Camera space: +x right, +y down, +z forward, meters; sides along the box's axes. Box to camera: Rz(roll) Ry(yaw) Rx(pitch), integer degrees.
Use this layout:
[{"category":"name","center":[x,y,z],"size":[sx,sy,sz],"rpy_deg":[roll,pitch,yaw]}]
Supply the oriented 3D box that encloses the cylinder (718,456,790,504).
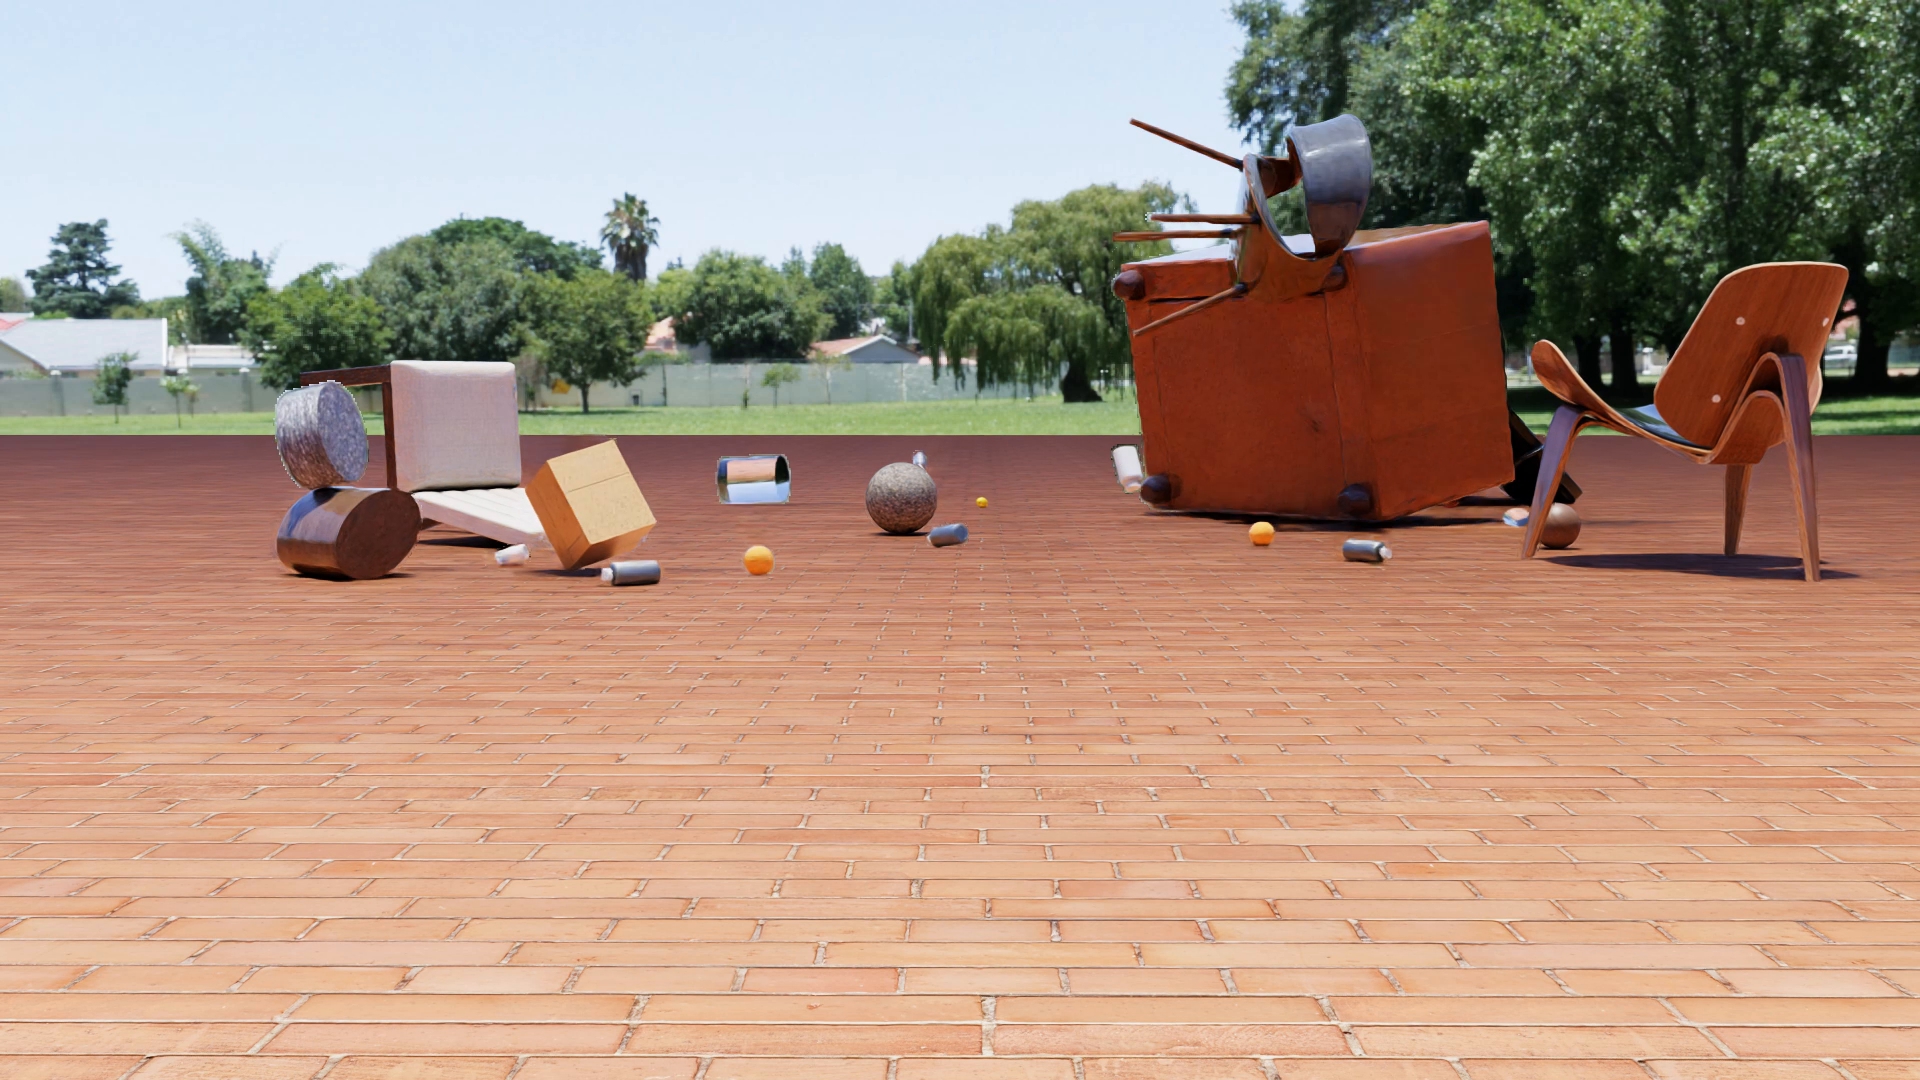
[{"category":"cylinder","center":[-0.797,-0.231,8.494],"size":[0.230,0.178,0.169],"rpy_deg":[-3,10,14]}]

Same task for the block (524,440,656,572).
[{"category":"block","center":[-0.906,-0.083,5.385],"size":[0.193,0.236,0.165],"rpy_deg":[-21,-12,-38]}]

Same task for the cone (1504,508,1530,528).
[{"category":"cone","center":[1.821,-0.060,7.200],"size":[0.096,0.040,0.082],"rpy_deg":[-28,52,-23]}]

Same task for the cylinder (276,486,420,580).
[{"category":"cylinder","center":[-1.472,-0.020,5.289],"size":[0.282,0.180,0.252],"rpy_deg":[4,44,45]}]

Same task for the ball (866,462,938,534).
[{"category":"ball","center":[-0.180,-0.129,6.799],"size":[0.223,0.223,0.223],"rpy_deg":[0,4,0]}]

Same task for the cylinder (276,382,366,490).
[{"category":"cylinder","center":[-1.557,-0.253,5.370],"size":[0.106,0.243,0.268],"rpy_deg":[-13,11,8]}]
